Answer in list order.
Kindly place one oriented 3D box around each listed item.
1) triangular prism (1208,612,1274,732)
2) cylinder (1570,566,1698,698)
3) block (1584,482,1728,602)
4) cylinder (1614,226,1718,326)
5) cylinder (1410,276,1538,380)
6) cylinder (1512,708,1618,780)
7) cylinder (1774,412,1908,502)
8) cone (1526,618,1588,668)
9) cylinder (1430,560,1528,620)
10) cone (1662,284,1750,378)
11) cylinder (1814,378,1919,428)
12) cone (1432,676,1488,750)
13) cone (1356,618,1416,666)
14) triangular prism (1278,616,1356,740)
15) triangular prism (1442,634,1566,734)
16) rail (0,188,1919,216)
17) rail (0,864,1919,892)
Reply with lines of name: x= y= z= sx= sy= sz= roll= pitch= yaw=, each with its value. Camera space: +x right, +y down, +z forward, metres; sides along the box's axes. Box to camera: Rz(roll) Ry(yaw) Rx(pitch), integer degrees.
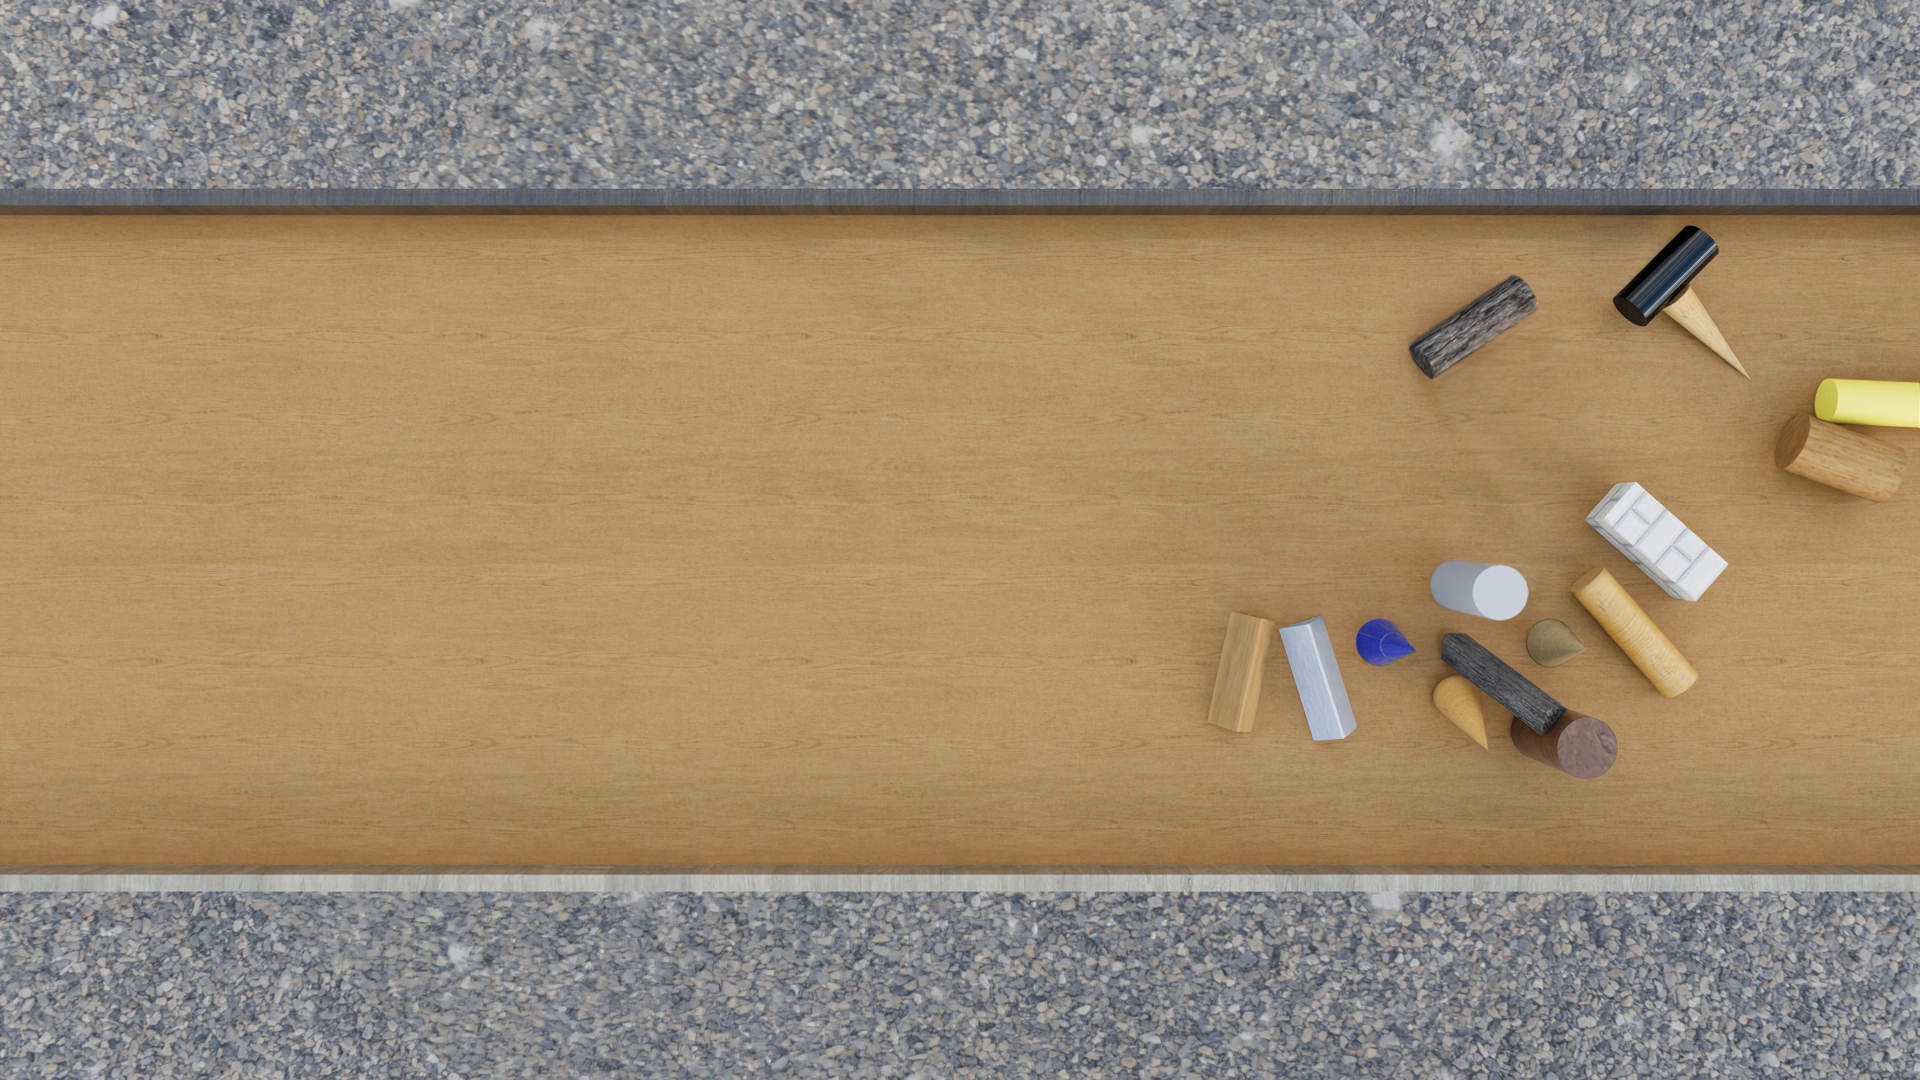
triangular prism: x=0.864 y=0.404 z=5.014 sx=0.138 sy=0.119 sz=0.348 roll=12 pitch=90 yaw=0
cylinder: x=2.050 y=0.279 z=5.015 sx=0.122 sy=0.122 sz=0.431 roll=-41 pitch=90 yaw=0
block: x=2.110 y=0.005 z=5.003 sx=0.372 sy=0.148 sz=0.148 roll=42 pitch=90 yaw=0
cylinder: x=2.144 y=-0.802 z=5.012 sx=0.305 sy=0.128 sz=0.128 roll=-45 pitch=90 yaw=0
cylinder: x=1.561 y=-0.645 z=5.013 sx=0.376 sy=0.127 sz=0.127 roll=-34 pitch=90 yaw=0
cylinder: x=1.792 y=0.592 z=4.904 sx=0.180 sy=0.333 sz=0.180 roll=0 pitch=92 yaw=-4
cylinder: x=2.661 y=-0.248 z=4.987 sx=0.307 sy=0.178 sz=0.178 roll=20 pitch=90 yaw=0
cone: x=1.817 y=0.317 z=4.925 sx=0.149 sy=0.303 sz=0.149 roll=0 pitch=90 yaw=0
cylinder: x=1.521 y=0.142 z=4.852 sx=0.155 sy=0.445 sz=0.155 roll=0 pitch=91 yaw=1
cone: x=2.306 y=-0.616 z=5.050 sx=0.367 sy=0.106 sz=0.106 roll=44 pitch=90 yaw=-8
cylinder: x=2.823 y=-0.414 z=5.009 sx=0.385 sy=0.135 sz=0.135 roll=3 pitch=90 yaw=0
cone: x=1.517 y=0.542 z=4.890 sx=0.141 sy=0.344 sz=0.141 roll=0 pitch=112 yaw=0
cone: x=1.291 y=0.315 z=4.872 sx=0.145 sy=0.409 sz=0.145 roll=0 pitch=90 yaw=0
triangular prism: x=1.100 y=0.424 z=5.014 sx=0.137 sy=0.119 sz=0.359 roll=-17 pitch=90 yaw=0
triangular prism: x=1.603 y=0.408 z=4.907 sx=0.106 sy=0.092 sz=0.400 roll=-46 pitch=48 yaw=0
rail: x=-2.247 y=-1.025 z=5.002 sx=12.000 sy=0.150 sz=0.050 roll=0 pitch=90 yaw=0
rail: x=-2.247 y=1.025 z=5.001 sx=12.000 sy=0.150 sz=0.050 roll=0 pitch=90 yaw=0
